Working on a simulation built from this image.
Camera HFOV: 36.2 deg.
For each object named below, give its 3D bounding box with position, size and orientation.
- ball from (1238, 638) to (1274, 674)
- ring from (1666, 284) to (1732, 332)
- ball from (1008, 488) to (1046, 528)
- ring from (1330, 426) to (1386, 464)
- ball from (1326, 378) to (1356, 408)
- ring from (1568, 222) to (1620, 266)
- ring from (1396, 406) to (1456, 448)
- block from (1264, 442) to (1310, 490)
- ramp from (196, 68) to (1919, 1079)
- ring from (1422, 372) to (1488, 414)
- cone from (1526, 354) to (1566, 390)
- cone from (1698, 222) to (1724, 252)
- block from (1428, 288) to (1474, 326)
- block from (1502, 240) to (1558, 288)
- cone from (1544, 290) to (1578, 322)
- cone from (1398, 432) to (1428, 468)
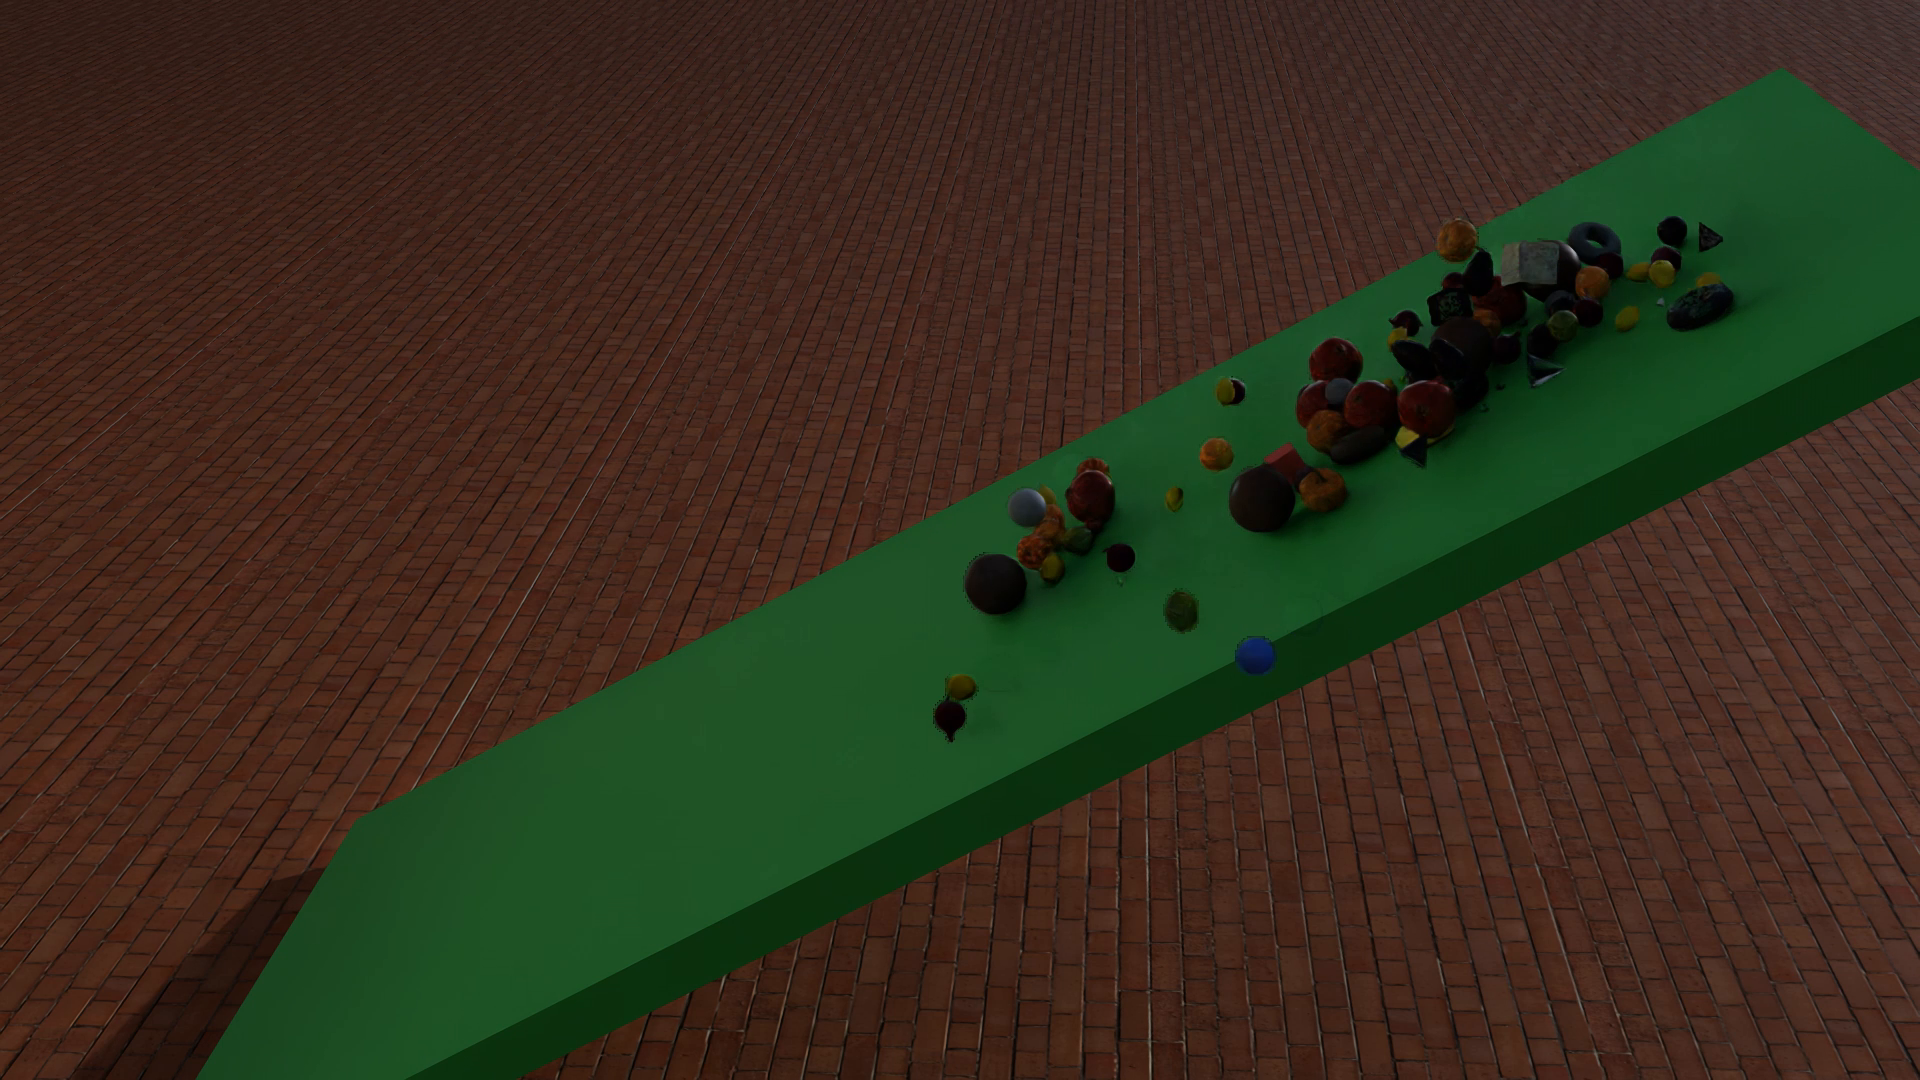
[{"bbox_3d":[0.516,0.203,5.128,0.065,0.065,0.065,0,18,0],"label":"ball"},{"bbox_3d":[1.392,-0.438,5.536,0.131,0.044,0.131,-28,16,9],"label":"ring"},{"bbox_3d":[0.146,-0.069,6.409,0.085,0.085,0.085,0,18,0],"label":"ball"},{"bbox_3d":[0.798,-0.191,5.890,0.121,0.040,0.121,-27,9,4],"label":"ring"},{"bbox_3d":[0.782,-0.304,6.050,0.062,0.062,0.062,0,18,0],"label":"ball"},{"bbox_3d":[1.321,-0.616,6.120,0.114,0.038,0.114,6,52,-8],"label":"ring"},{"bbox_3d":[0.911,-0.216,5.752,0.127,0.042,0.127,-30,15,9],"label":"ring"},{"bbox_3d":[0.664,-0.151,5.976,0.062,0.062,0.062,-33,14,4],"label":"block"},{"bbox_3d":[0.142,0.167,6.283,4.000,0.100,2.000,-28,15,12],"label":"ramp"},{"bbox_3d":[0.982,-0.287,5.837,0.143,0.048,0.143,-27,13,7],"label":"ring"},{"bbox_3d":[1.136,-0.329,5.684,0.072,0.072,0.072,-6,18,5],"label":"cone"},{"bbox_3d":[1.497,-0.617,5.908,0.053,0.053,0.053,-29,14,8],"label":"cone"},{"bbox_3d":[1.004,-0.477,6.022,0.060,0.060,0.060,-4,-11,-29],"label":"block"},{"bbox_3d":[1.152,-0.556,5.946,0.084,0.084,0.084,2,-1,-14],"label":"block"},{"bbox_3d":[1.220,-0.467,6.001,0.067,0.067,0.067,0,-14,1],"label":"cone"},{"bbox_3d":[0.865,-0.178,5.537,0.062,0.062,0.062,31,-1,0],"label":"cone"}]
